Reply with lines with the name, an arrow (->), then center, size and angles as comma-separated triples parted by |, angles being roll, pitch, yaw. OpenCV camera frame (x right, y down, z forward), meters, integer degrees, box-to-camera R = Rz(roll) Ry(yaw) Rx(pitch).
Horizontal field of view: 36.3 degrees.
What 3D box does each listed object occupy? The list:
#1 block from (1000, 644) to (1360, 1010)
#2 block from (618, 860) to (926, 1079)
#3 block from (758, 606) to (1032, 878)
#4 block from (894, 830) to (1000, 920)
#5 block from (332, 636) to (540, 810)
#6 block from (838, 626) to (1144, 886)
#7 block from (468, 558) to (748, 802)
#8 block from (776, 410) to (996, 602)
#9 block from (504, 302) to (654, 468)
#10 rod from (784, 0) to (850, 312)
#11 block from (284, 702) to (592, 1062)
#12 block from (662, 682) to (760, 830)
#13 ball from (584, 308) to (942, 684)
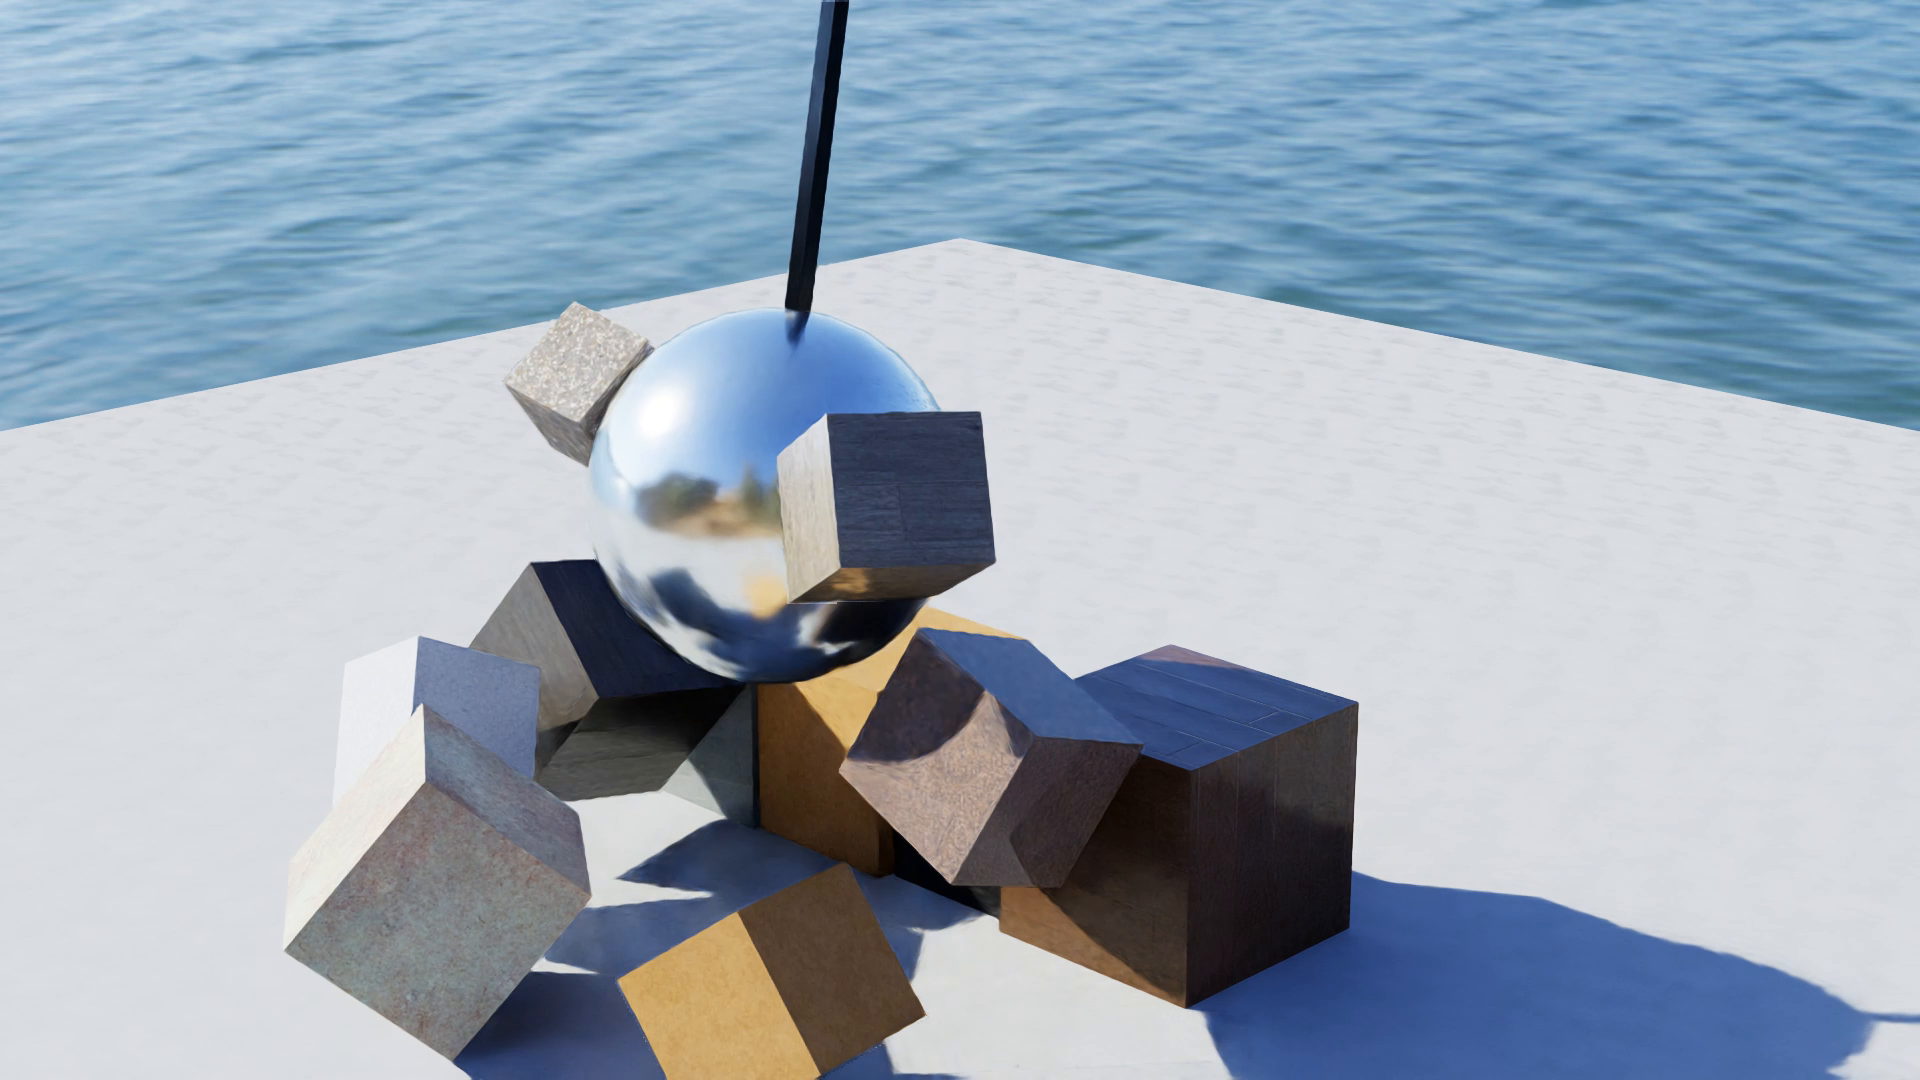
block -> 0.944, 1.208, 12.731 | 1.067, 1.061, 1.110 | 17, 24, 42
block -> -0.711, 1.740, 11.147 | 0.679, 0.667, 0.707 | -33, -8, 33
block -> -0.308, 0.923, 13.888 | 0.986, 0.912, 0.834 | -16, 24, -41
block -> 0.282, 1.154, 13.386 | 0.904, 0.771, 0.750 | -17, 24, -42
block -> -2.285, 0.883, 12.814 | 0.641, 0.702, 0.577 | 18, -26, -40
block -> 0.125, 0.896, 12.034 | 0.708, 0.722, 0.770 | 9, 26, -49
block -> -1.692, 0.650, 13.657 | 0.865, 0.854, 0.766 | -3, 53, -45
block -> -0.296, -0.124, 11.357 | 0.616, 0.590, 0.710 | -2, -11, -19
block -> -1.594, -0.642, 12.946 | 0.476, 0.518, 0.486 | 28, 71, 32
rod -> -0.341, -3.508, 11.882 | 0.080, 5.200, 0.080 | 17, 13, 42
block -> -2.128, 1.380, 11.935 | 0.825, 0.887, 0.875 | 38, 7, -19
block -> -0.950, 0.710, 14.558 | 1.127, 0.916, 1.052 | -17, 24, -42
ball -> -0.787, -0.187, 12.458 | 1.600, 1.600, 1.600 | 0, 17, 0
